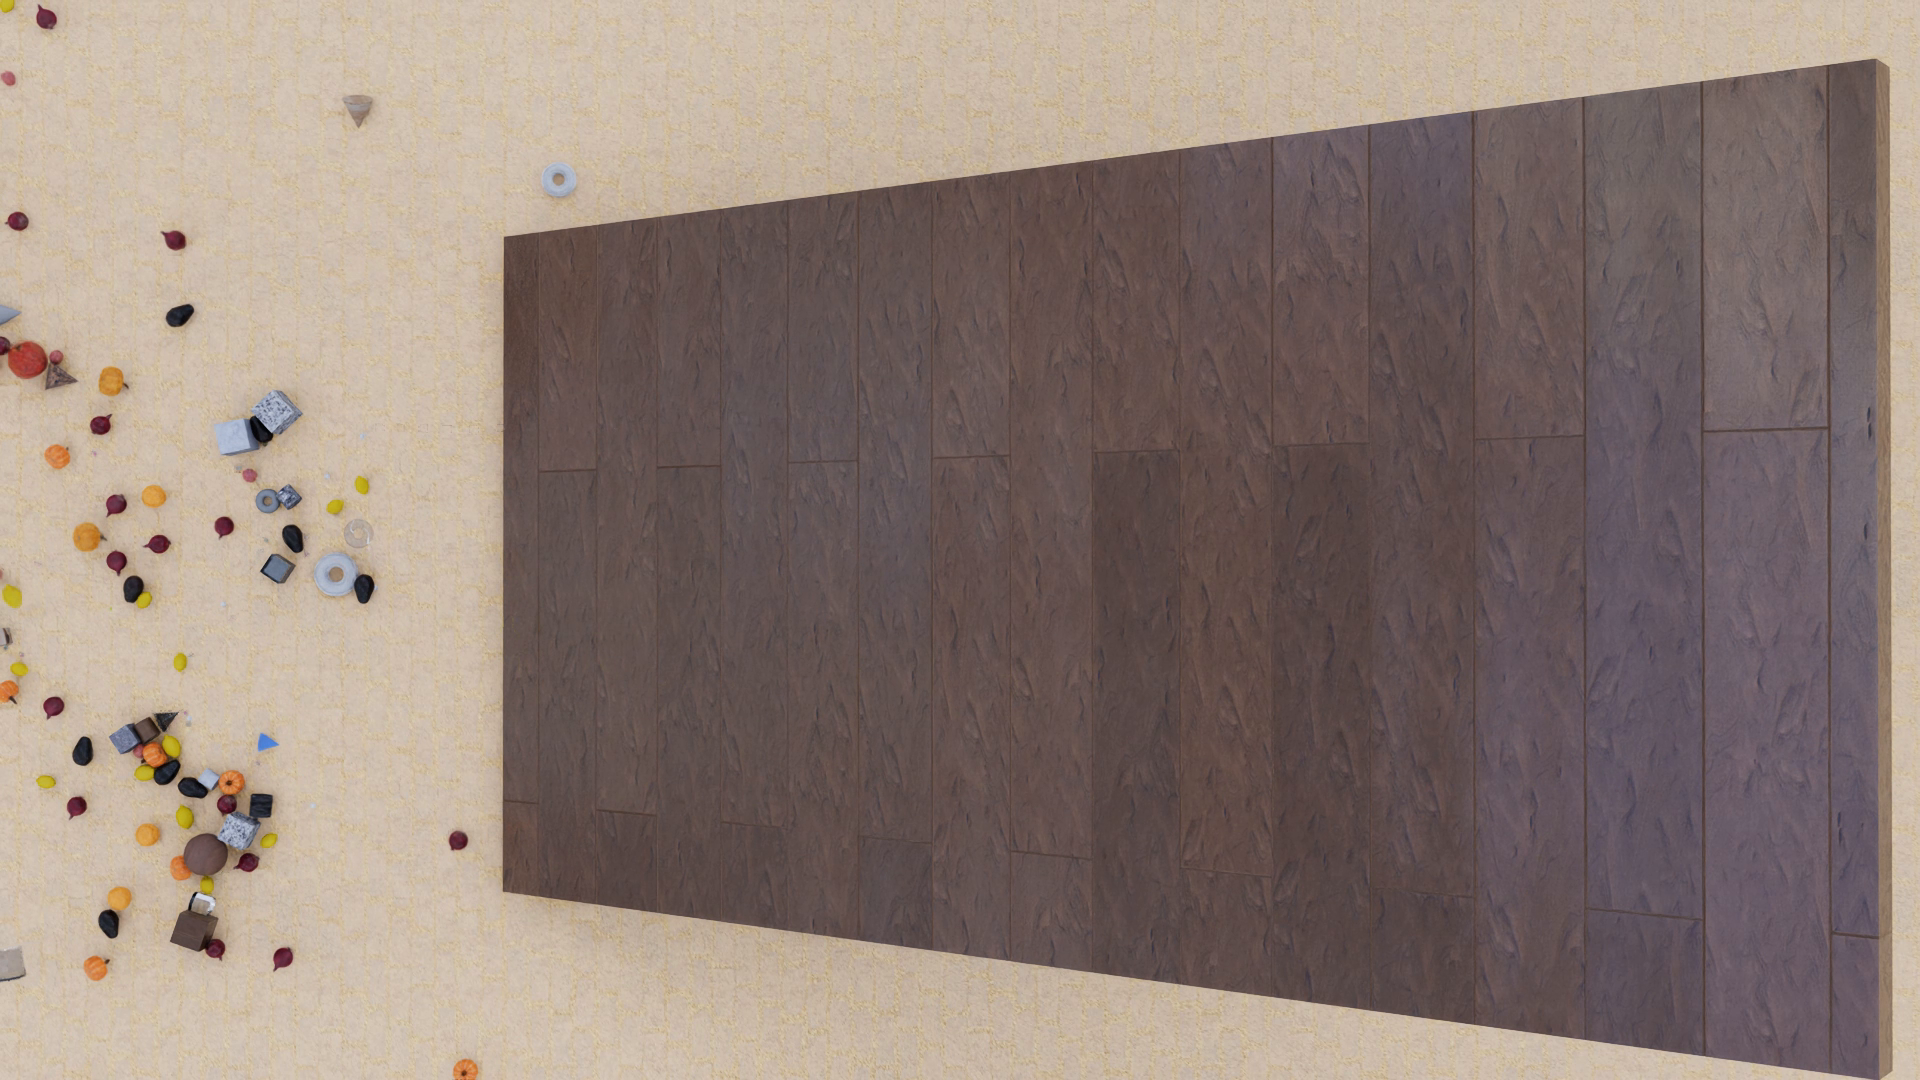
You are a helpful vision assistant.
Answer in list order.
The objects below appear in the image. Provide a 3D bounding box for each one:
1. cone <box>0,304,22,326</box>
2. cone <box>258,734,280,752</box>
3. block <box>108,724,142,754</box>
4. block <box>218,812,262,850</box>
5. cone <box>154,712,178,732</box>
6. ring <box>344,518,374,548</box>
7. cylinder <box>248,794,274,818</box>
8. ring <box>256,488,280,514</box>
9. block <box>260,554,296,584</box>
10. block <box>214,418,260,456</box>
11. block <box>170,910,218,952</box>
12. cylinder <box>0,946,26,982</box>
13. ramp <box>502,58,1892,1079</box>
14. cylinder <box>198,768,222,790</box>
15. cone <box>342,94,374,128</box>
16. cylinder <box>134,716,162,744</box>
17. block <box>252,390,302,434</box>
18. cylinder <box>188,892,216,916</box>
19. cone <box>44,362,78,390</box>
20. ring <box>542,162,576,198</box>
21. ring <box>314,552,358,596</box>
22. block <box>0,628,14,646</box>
[{"bbox_3d":[-2.932,-0.698,6.784,0.074,0.074,0.074,-9,90,-27],"label":"cone"},{"bbox_3d":[-2.127,0.628,6.778,0.060,0.060,0.060,11,90,-26],"label":"cone"},{"bbox_3d":[-2.559,0.610,6.758,0.066,0.066,0.066,-35,90,0],"label":"block"},{"bbox_3d":[-2.211,0.892,6.748,0.083,0.083,0.083,25,90,0],"label":"block"},{"bbox_3d":[-2.438,0.547,6.777,0.067,0.067,0.067,-31,90,-27],"label":"cone"},{"bbox_3d":[-1.854,-0.020,6.780,0.092,0.031,0.092,0,88,-1],"label":"ring"},{"bbox_3d":[-2.148,0.816,6.757,0.065,0.065,0.065,6,90,0],"label":"cylinder"},{"bbox_3d":[-2.135,-0.120,6.784,0.077,0.026,0.077,0,89,-1],"label":"ring"},{"bbox_3d":[-2.097,0.088,6.762,0.066,0.066,0.066,34,90,0],"label":"block"},{"bbox_3d":[-2.220,-0.315,6.751,0.093,0.093,0.093,-13,90,0],"label":"block"},{"bbox_3d":[-2.347,1.195,6.740,0.093,0.093,0.093,19,90,0],"label":"block"},{"bbox_3d":[-2.919,1.300,6.740,0.091,0.091,0.091,-8,90,0],"label":"cylinder"},{"bbox_3d":[0.230,0.065,5.549,4.000,0.100,2.000,0,89,37],"label":"ramp"},{"bbox_3d":[-2.308,0.736,6.765,0.050,0.050,0.050,34,90,0],"label":"cylinder"},{"bbox_3d":[-1.857,-1.314,6.783,0.095,0.095,0.095,5,116,0],"label":"cone"},{"bbox_3d":[-2.500,0.585,6.761,0.060,0.060,0.060,-35,90,0],"label":"cylinder"},{"bbox_3d":[-2.097,-0.393,6.751,0.094,0.094,0.094,-43,90,0],"label":"block"},{"bbox_3d":[-2.329,1.118,6.758,0.060,0.060,0.060,18,90,0],"label":"cylinder"},{"bbox_3d":[-2.763,-0.498,6.779,0.091,0.091,0.091,11,90,-26],"label":"cone"},{"bbox_3d":[-1.238,-1.112,6.785,0.110,0.037,0.110,0,91,1],"label":"ring"},{"bbox_3d":[-1.920,0.106,6.772,0.137,0.046,0.137,0,90,-1],"label":"ring"},{"bbox_3d":[-2.955,0.301,6.768,0.051,0.051,0.051,-14,90,0],"label":"block"}]
